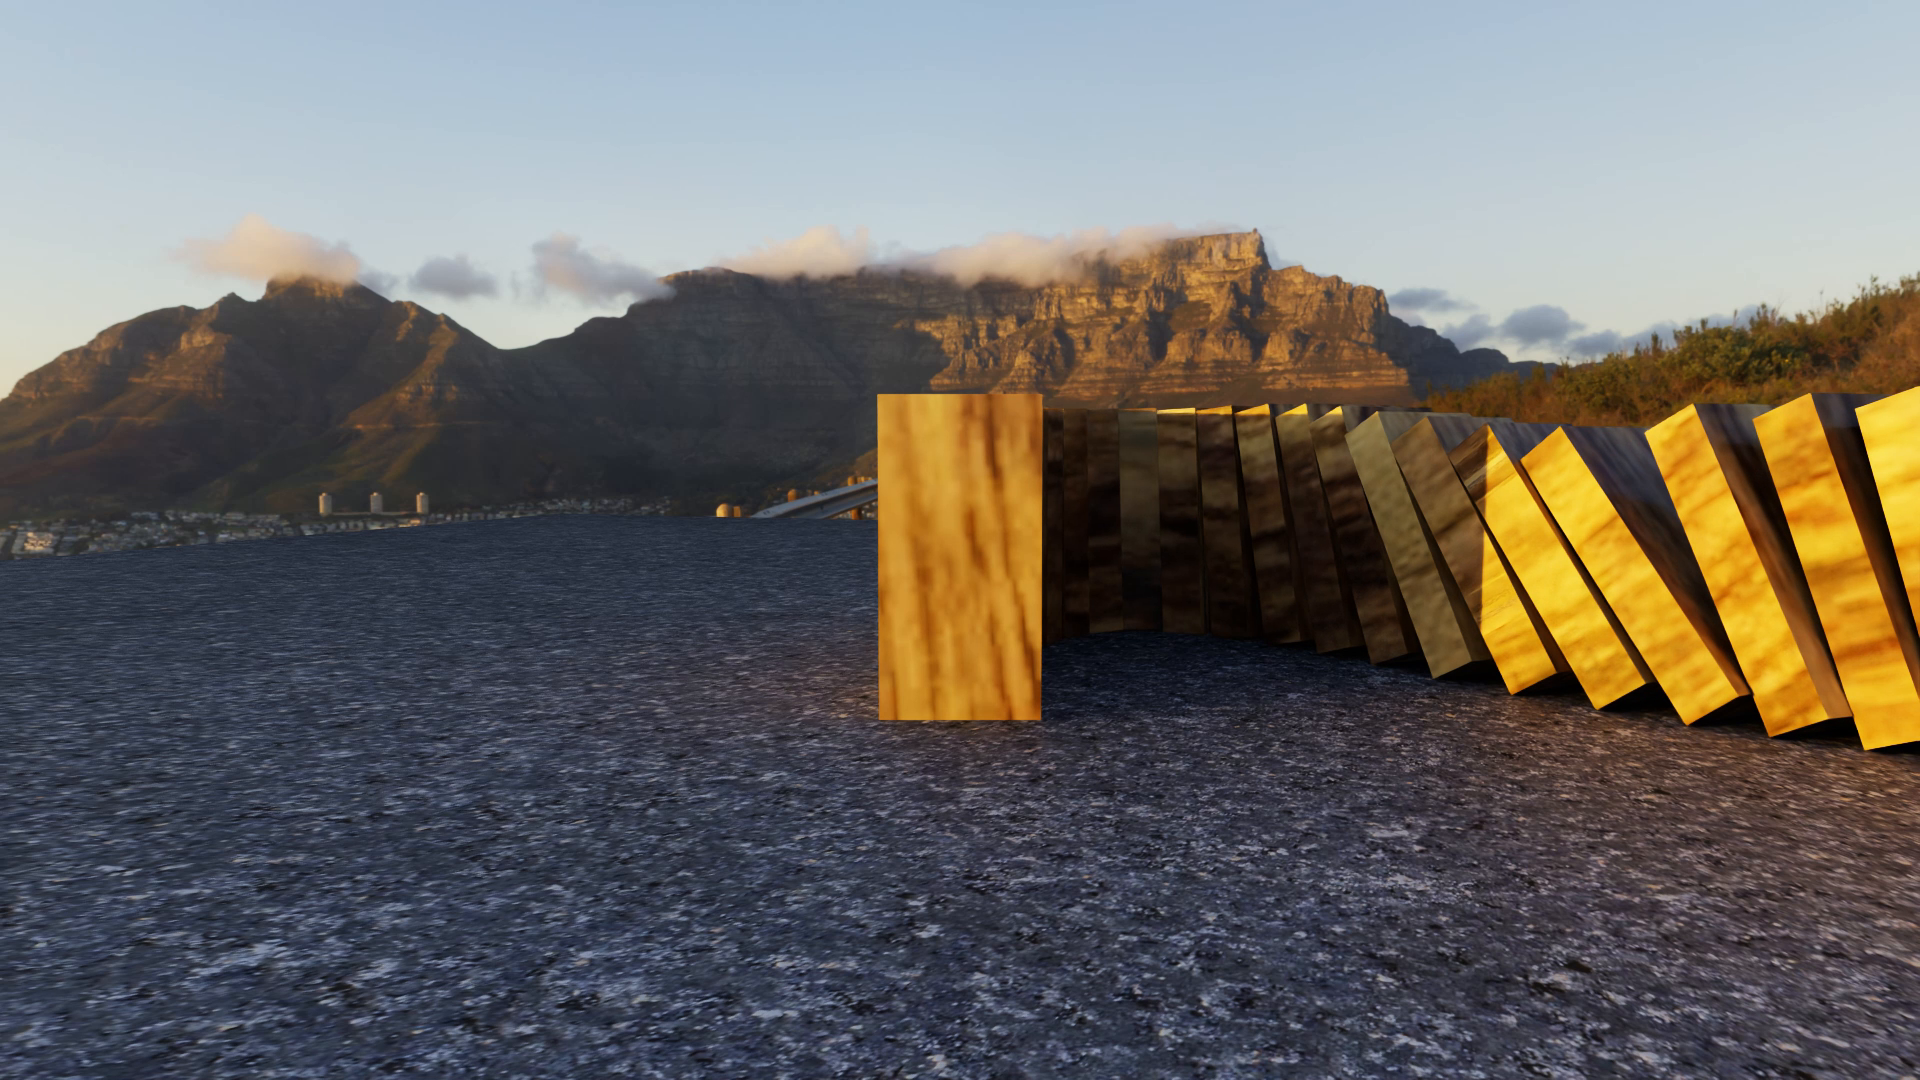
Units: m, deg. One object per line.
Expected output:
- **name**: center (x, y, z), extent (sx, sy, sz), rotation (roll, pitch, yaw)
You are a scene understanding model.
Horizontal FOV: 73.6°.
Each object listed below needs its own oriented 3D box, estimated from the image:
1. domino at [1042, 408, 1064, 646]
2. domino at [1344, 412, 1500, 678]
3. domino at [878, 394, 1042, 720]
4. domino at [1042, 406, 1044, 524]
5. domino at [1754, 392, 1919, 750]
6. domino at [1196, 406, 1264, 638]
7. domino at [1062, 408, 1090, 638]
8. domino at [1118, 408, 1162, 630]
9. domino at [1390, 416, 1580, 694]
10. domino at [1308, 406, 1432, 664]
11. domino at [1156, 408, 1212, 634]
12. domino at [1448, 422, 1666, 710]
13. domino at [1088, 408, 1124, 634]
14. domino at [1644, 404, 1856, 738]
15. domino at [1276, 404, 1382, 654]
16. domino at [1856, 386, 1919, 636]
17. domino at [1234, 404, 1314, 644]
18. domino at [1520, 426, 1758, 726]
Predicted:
- **domino**: center (0.009, -0.003, 0.277), extent (0.025, 0.050, 0.009), rotation (2, 5, 23)
- **domino**: center (0.093, 0.000, 0.243), extent (0.025, 0.050, 0.009), rotation (-2, -23, -28)
- **domino**: center (0.000, 0.002, 0.201), extent (0.025, 0.050, 0.010), rotation (0, 4, 0)
- **domino**: center (0.004, -0.002, 0.262), extent (0.025, 0.050, 0.010), rotation (1, 4, 14)
- **domino**: center (0.136, 0.004, 0.186), extent (0.025, 0.050, 0.010), rotation (-2, -18, -20)
- **domino**: center (0.066, -0.004, 0.287), extent (0.025, 0.050, 0.010), rotation (-4, 0, -41)
- **domino**: center (0.016, -0.004, 0.289), extent (0.025, 0.050, 0.010), rotation (3, 7, 39)
- **domino**: center (0.042, -0.005, 0.303), extent (0.009, 0.050, 0.025), rotation (-2, 3, 8)
- **domino**: center (0.099, 0.002, 0.230), extent (0.025, 0.050, 0.009), rotation (-3, -27, -33)
- **domino**: center (0.088, -0.002, 0.255), extent (0.025, 0.050, 0.009), rotation (-2, -17, -28)
- **domino**: center (0.057, -0.005, 0.296), extent (0.009, 0.050, 0.025), rotation (0, 3, 38)
- **domino**: center (0.106, 0.003, 0.219), extent (0.025, 0.050, 0.010), rotation (-3, -30, -33)
- **domino**: center (0.027, -0.005, 0.299), extent (0.010, 0.050, 0.025), rotation (-4, 5, -22)
- **domino**: center (0.127, 0.004, 0.196), extent (0.025, 0.050, 0.010), rotation (-2, -23, -21)
- **domino**: center (0.083, -0.003, 0.267), extent (0.025, 0.050, 0.009), rotation (-2, -11, -28)
- **domino**: center (0.143, 0.004, 0.176), extent (0.025, 0.050, 0.010), rotation (-2, -14, -20)
- **domino**: center (0.075, -0.004, 0.278), extent (0.025, 0.050, 0.009), rotation (-3, -6, -35)
- **domino**: center (0.115, 0.004, 0.208), extent (0.025, 0.050, 0.009), rotation (-2, -33, -29)
